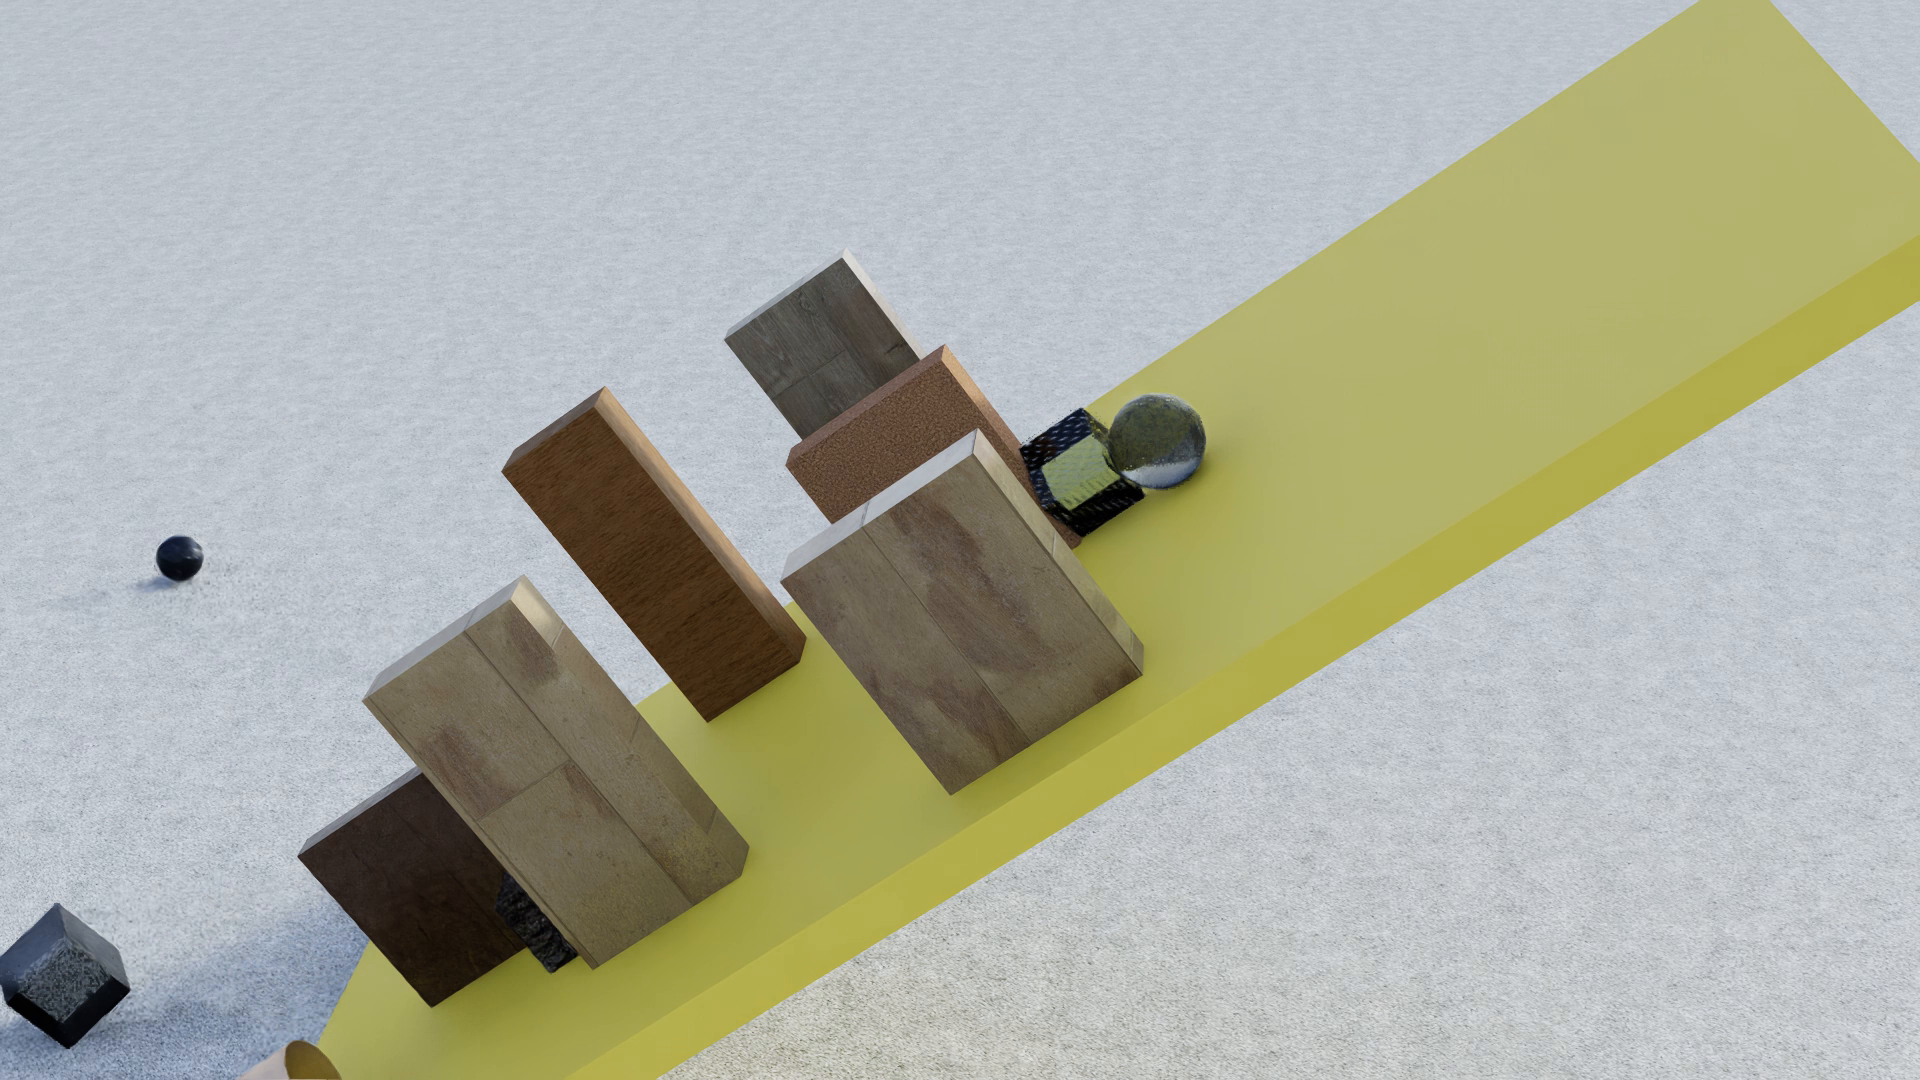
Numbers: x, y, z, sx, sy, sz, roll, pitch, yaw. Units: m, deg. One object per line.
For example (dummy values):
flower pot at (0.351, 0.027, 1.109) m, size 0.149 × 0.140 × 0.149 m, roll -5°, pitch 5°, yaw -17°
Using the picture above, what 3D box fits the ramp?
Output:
ramp at (0.132, 0.176, 6.313) m, size 4.000 × 0.100 × 2.000 m, roll -33°, pitch 16°, yaw 16°

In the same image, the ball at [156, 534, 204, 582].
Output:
ball at (-2.565, 0.059, 9.671) m, size 0.152 × 0.152 × 0.152 m, roll 0°, pitch 22°, yaw 0°

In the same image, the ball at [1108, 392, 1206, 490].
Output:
ball at (0.417, -0.210, 6.215) m, size 0.205 × 0.205 × 0.205 m, roll 0°, pitch 22°, yaw 0°

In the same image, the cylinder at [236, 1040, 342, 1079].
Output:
cylinder at (-1.456, 1.210, 6.312) m, size 0.198 × 0.198 × 0.198 m, roll -34°, pitch 18°, yaw 13°

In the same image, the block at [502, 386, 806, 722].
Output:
block at (-0.715, 0.038, 6.940) m, size 0.279 × 0.780 × 0.148 m, roll -33°, pitch 16°, yaw 16°

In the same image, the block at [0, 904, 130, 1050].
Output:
block at (-2.147, 1.043, 7.042) m, size 0.203 × 0.203 × 0.203 m, roll -43°, pitch 32°, yaw -2°

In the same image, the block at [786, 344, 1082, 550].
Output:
block at (-0.054, -0.096, 6.363) m, size 0.417 × 0.509 × 0.109 m, roll -33°, pitch 16°, yaw 16°

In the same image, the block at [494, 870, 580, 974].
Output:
block at (-0.845, 0.761, 6.259) m, size 0.190 × 0.190 × 0.190 m, roll -35°, pitch 16°, yaw 10°

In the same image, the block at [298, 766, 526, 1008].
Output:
block at (-1.149, 0.746, 6.470) m, size 0.402 × 0.460 × 0.082 m, roll -33°, pitch 16°, yaw 16°

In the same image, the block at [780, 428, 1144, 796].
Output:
block at (0.007, 0.139, 5.504) m, size 0.444 × 0.534 × 0.136 m, roll -33°, pitch 16°, yaw 16°

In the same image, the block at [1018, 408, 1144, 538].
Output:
block at (0.261, -0.143, 6.309) m, size 0.168 × 0.168 × 0.168 m, roll -34°, pitch 54°, yaw 17°

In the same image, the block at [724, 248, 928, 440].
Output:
block at (-0.200, -0.305, 6.928) m, size 0.347 × 0.702 × 0.084 m, roll -33°, pitch 16°, yaw 16°

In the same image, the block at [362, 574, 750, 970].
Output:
block at (-0.814, 0.477, 5.969) m, size 0.390 × 0.741 × 0.130 m, roll -33°, pitch 16°, yaw 16°
